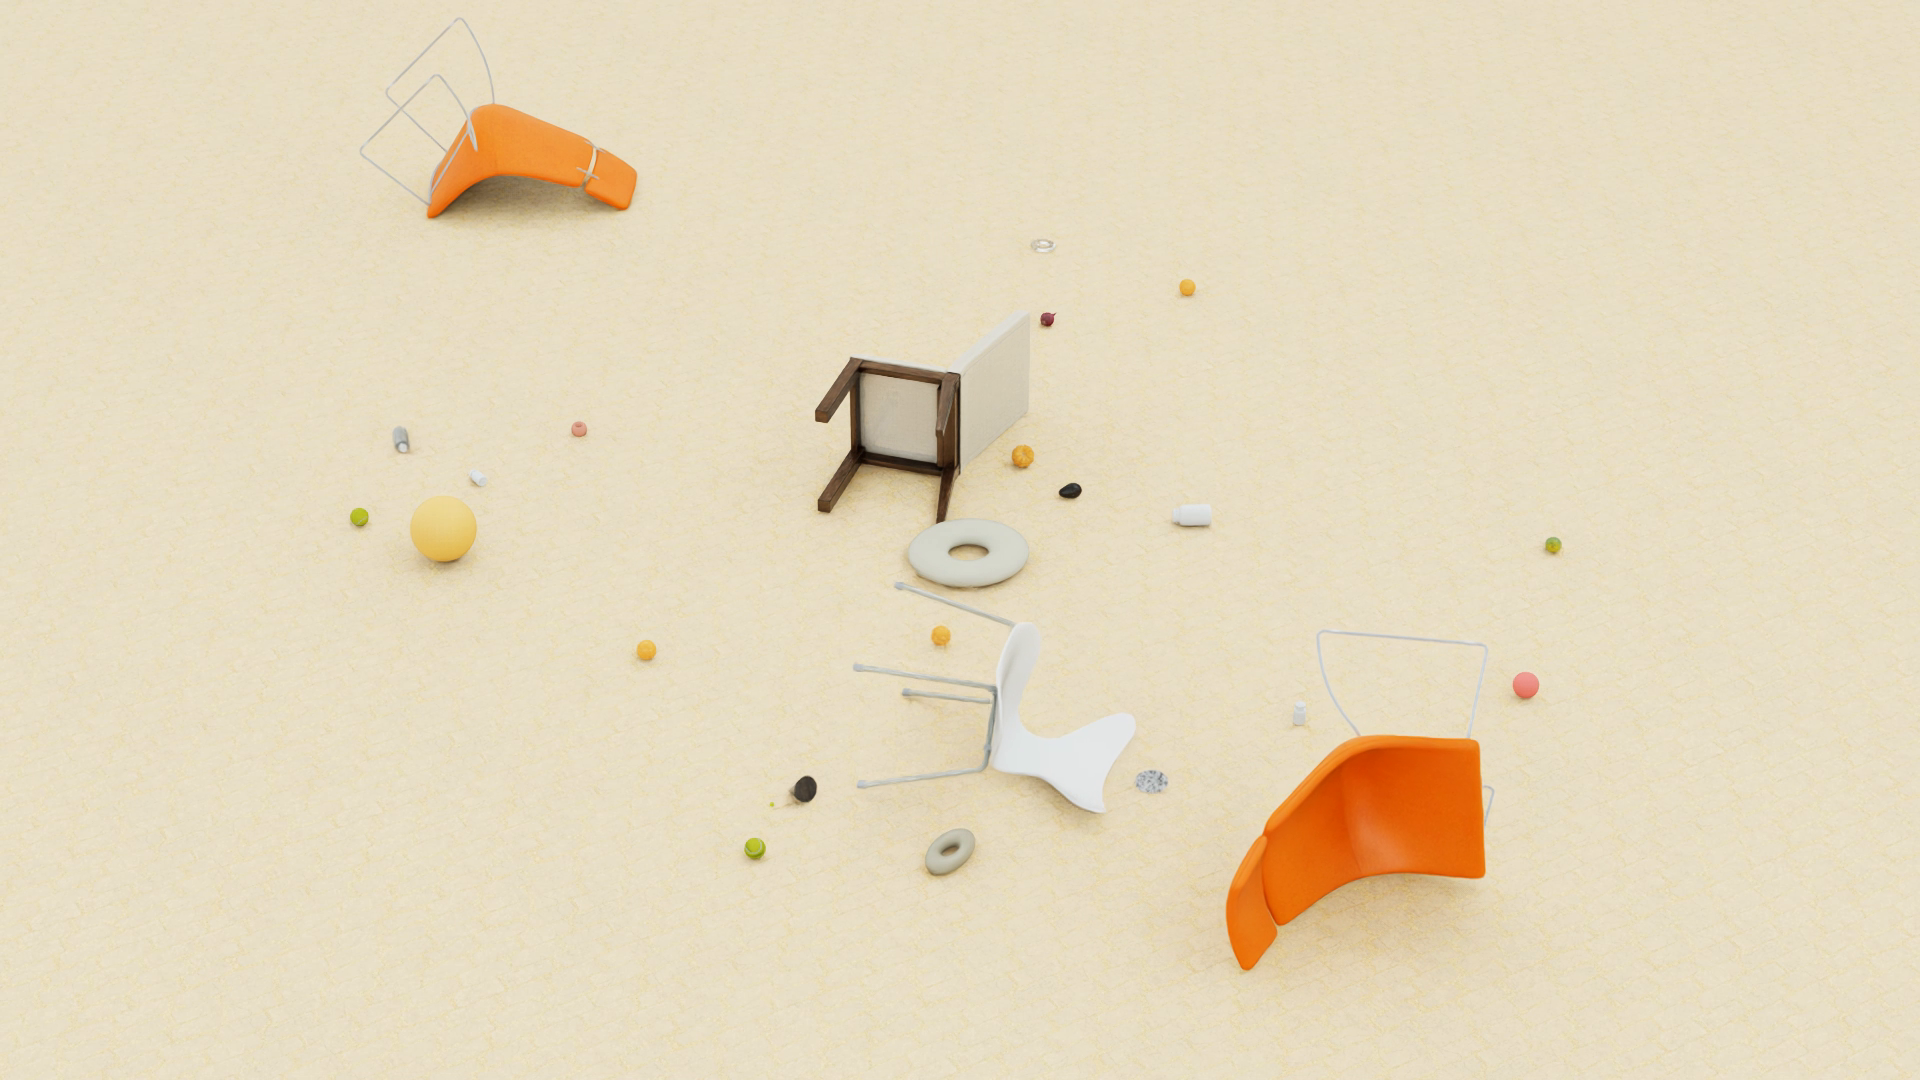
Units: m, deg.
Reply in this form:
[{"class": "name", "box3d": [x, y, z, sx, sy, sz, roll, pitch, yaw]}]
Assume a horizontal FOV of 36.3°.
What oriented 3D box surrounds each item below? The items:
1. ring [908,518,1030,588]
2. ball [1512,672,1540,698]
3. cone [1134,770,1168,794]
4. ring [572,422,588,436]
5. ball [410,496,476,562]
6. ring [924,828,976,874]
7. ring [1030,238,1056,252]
[{"class": "ring", "box3d": [0.032, 0.045, 10.810, 0.451, 0.073, 0.417, -5, 34, -6]}, {"class": "ball", "box3d": [1.950, 0.499, 10.104, 0.092, 0.092, 0.092, 0, 33, 0]}, {"class": "cone", "box3d": [0.636, 0.799, 9.702, 0.111, 0.078, 0.054, -1, -3, 8]}, {"class": "ring", "box3d": [-1.503, -0.438, 11.572, 0.062, 0.042, 0.067, -11, 37, -13]}, {"class": "ball", "box3d": [-1.901, -0.042, 10.787, 0.244, 0.244, 0.244, 0, 33, 0]}, {"class": "ring", "box3d": [-0.031, 0.996, 9.386, 0.131, 0.052, 0.226, 20, 39, 25]}, {"class": "ring", "box3d": [0.367, -1.295, 12.890, 0.105, 0.021, 0.116, -27, 41, -34]}]
